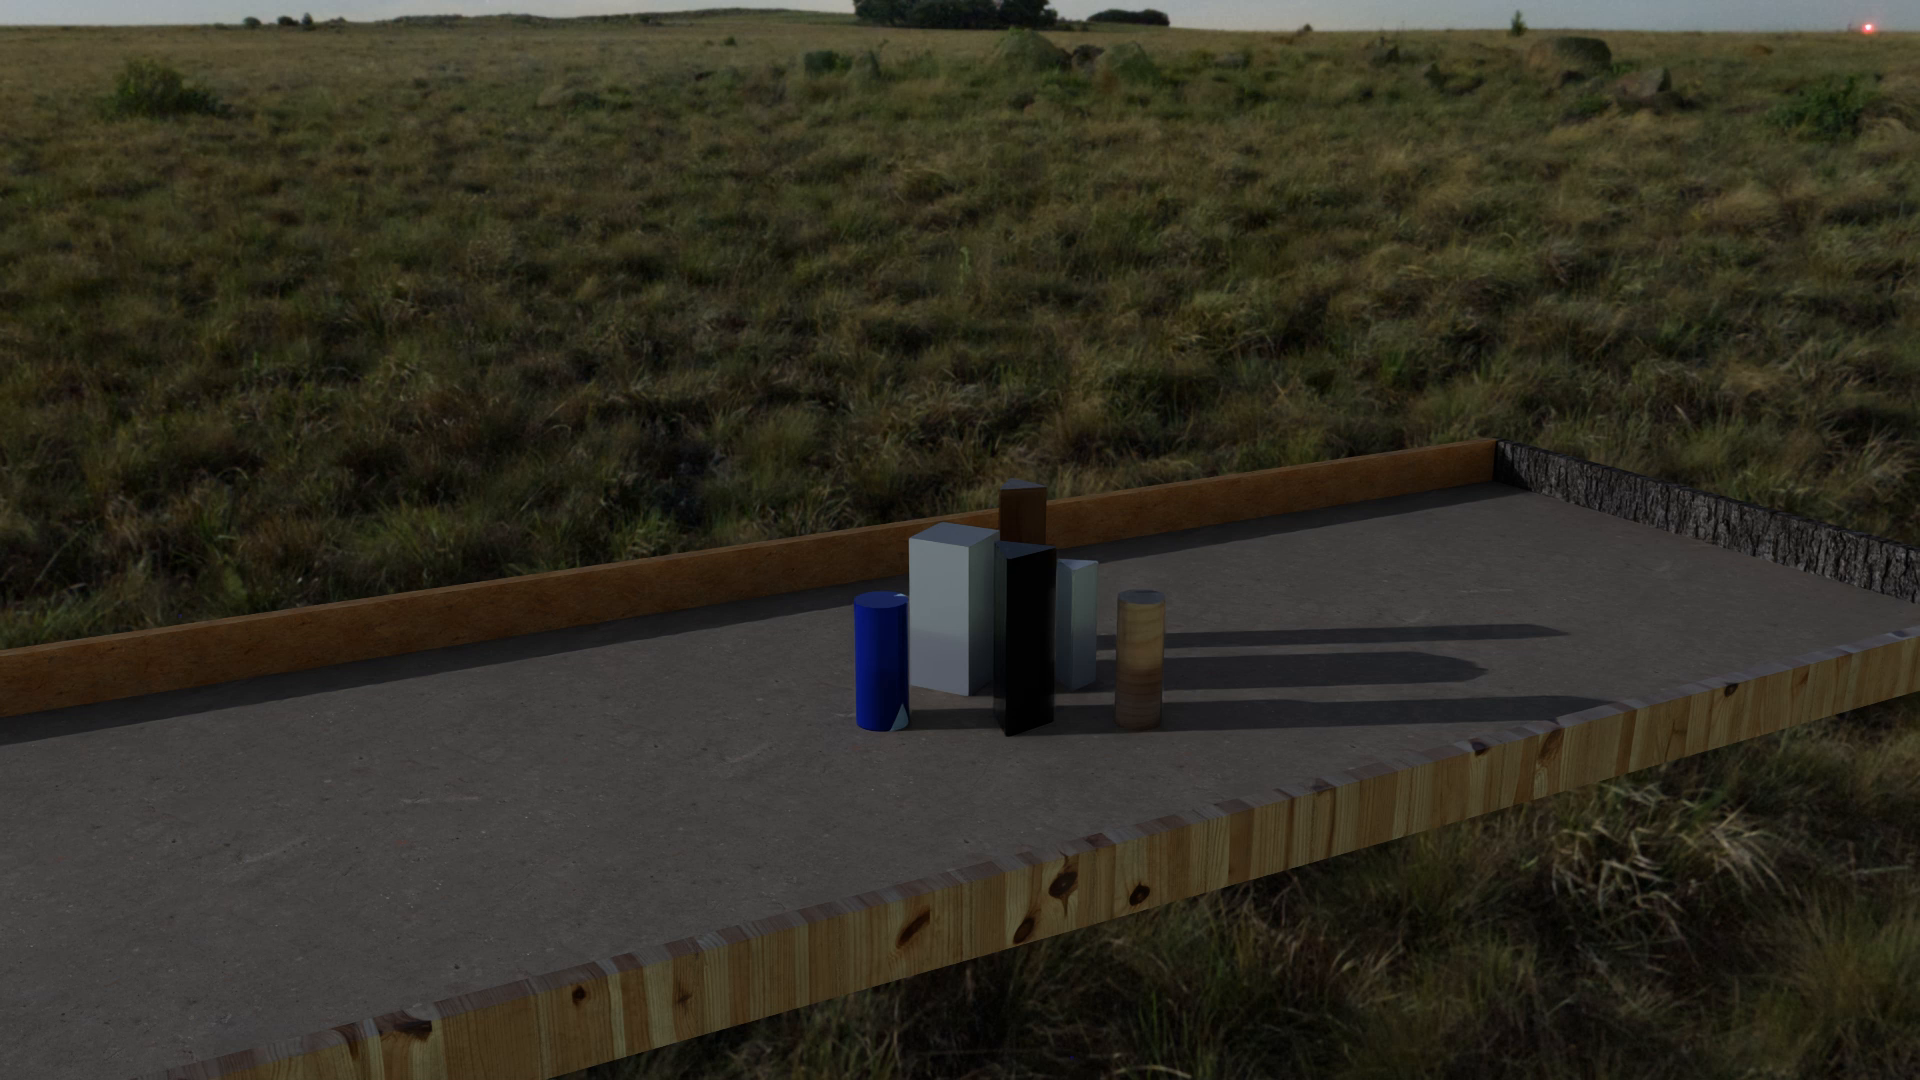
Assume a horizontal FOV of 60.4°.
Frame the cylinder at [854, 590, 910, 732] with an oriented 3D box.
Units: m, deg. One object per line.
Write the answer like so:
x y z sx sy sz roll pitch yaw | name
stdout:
-0.182 0.283 3.855 0.127 0.303 0.127 0 16 0 | cylinder

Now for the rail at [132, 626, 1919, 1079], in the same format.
-2.336 1.006 1.665 12.000 0.150 0.050 -9 18 -27 | rail

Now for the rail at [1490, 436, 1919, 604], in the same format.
2.466 -0.048 5.253 0.050 0.150 2.100 -9 18 -27 | rail

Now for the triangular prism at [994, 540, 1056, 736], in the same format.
0.124 0.221 3.841 0.148 0.429 0.128 -13 21 -38 | triangular prism

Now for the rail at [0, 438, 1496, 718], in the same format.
-3.305 0.497 3.399 12.000 0.150 0.050 -9 18 -27 | rail

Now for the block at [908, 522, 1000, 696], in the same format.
-0.013 0.169 4.101 0.165 0.383 0.165 9 18 27 | block

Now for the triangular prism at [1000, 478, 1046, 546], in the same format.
0.149 0.065 4.346 0.125 0.444 0.108 -4 17 -13 | triangular prism

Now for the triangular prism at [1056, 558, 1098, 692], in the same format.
0.275 0.205 4.100 0.086 0.314 0.100 14 21 39 | triangular prism

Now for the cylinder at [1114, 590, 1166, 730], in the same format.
0.420 0.280 3.852 0.111 0.311 0.111 0 16 0 | cylinder
